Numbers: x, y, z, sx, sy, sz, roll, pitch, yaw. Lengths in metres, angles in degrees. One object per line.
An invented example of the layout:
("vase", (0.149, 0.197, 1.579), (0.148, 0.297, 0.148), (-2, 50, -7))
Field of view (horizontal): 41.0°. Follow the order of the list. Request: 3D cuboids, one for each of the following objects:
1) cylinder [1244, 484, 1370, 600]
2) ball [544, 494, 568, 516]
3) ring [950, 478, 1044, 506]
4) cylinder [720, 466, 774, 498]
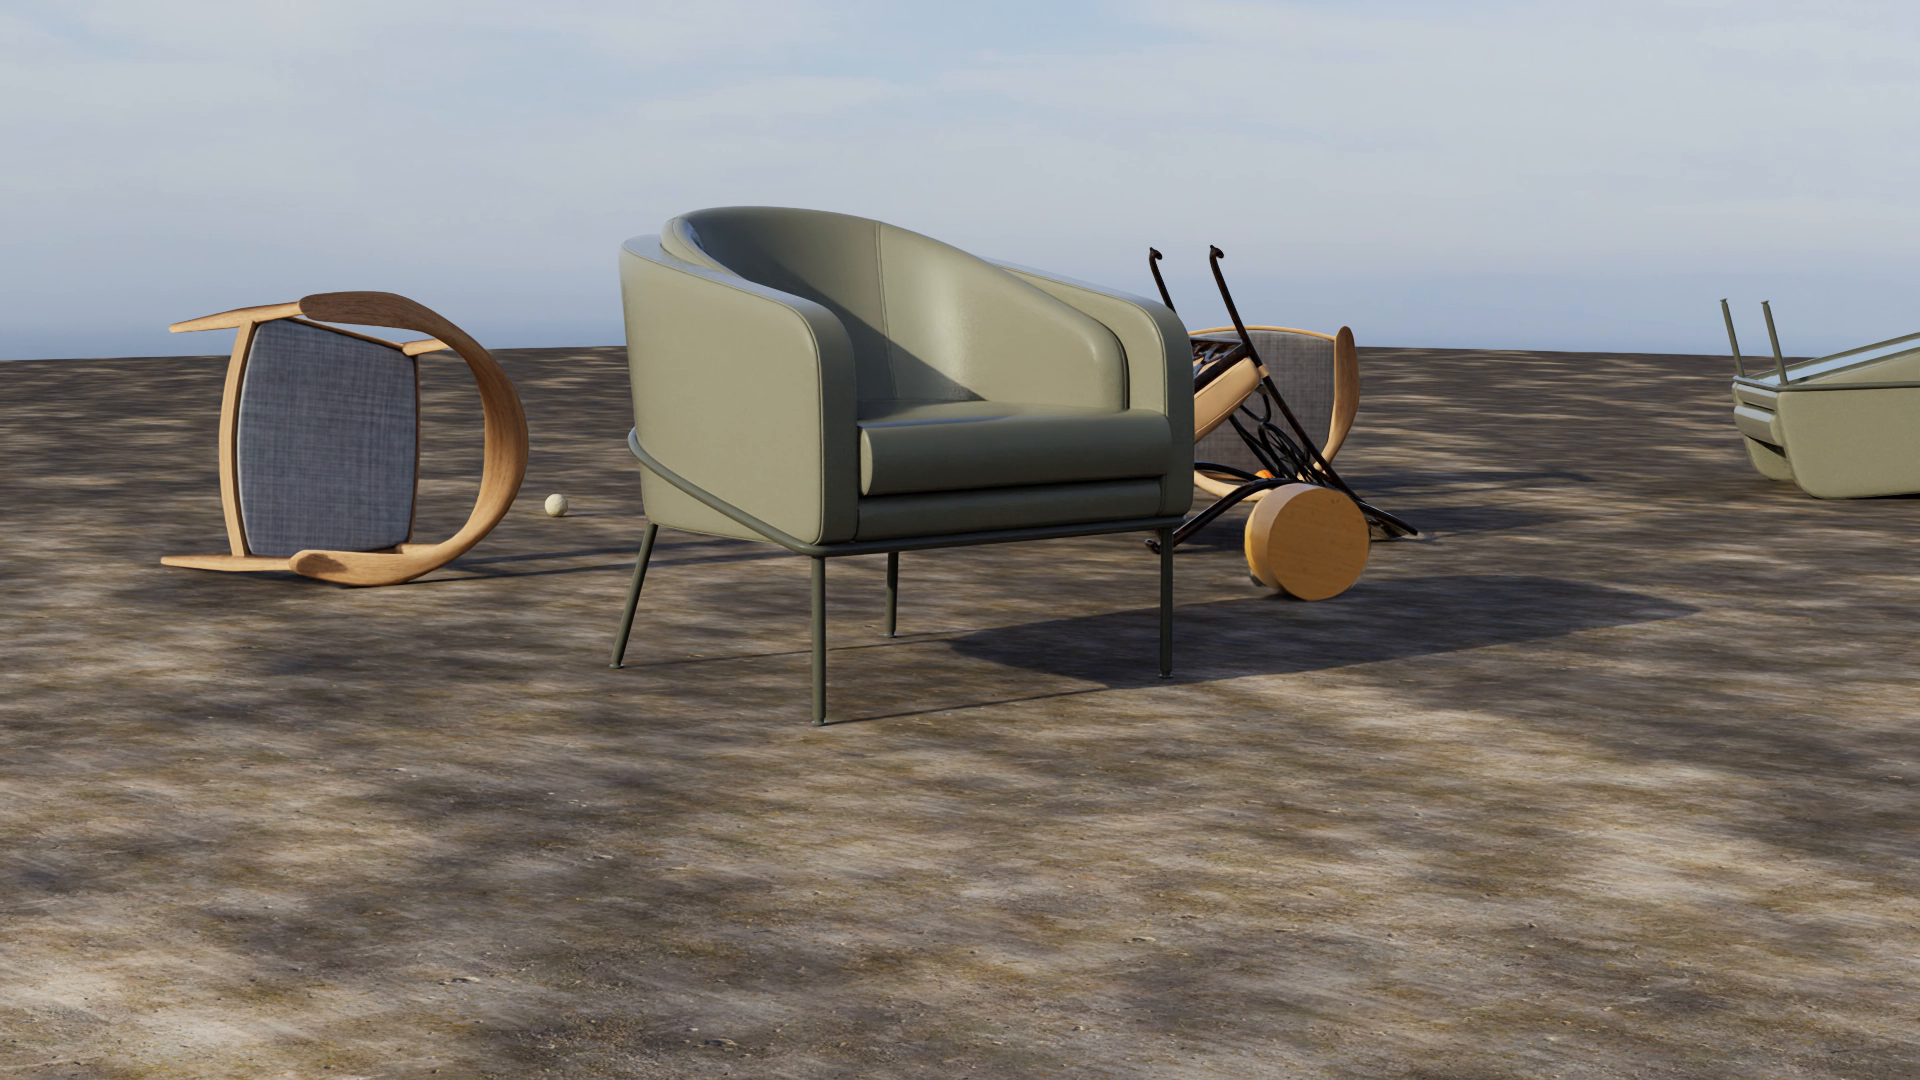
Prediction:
("cylinder", (0.711, 0.003, 5.271), (0.221, 0.230, 0.133), (15, 2, -16))
("ball", (-1.104, -0.095, 7.023), (0.063, 0.063, 0.063), (0, 6, 0))
("ring", (0.108, -0.140, 7.426), (0.234, 0.072, 0.322), (4, 7, 43))
("cylinder", (-0.638, -0.175, 7.710), (0.142, 0.081, 0.163), (-8, 6, 3))
